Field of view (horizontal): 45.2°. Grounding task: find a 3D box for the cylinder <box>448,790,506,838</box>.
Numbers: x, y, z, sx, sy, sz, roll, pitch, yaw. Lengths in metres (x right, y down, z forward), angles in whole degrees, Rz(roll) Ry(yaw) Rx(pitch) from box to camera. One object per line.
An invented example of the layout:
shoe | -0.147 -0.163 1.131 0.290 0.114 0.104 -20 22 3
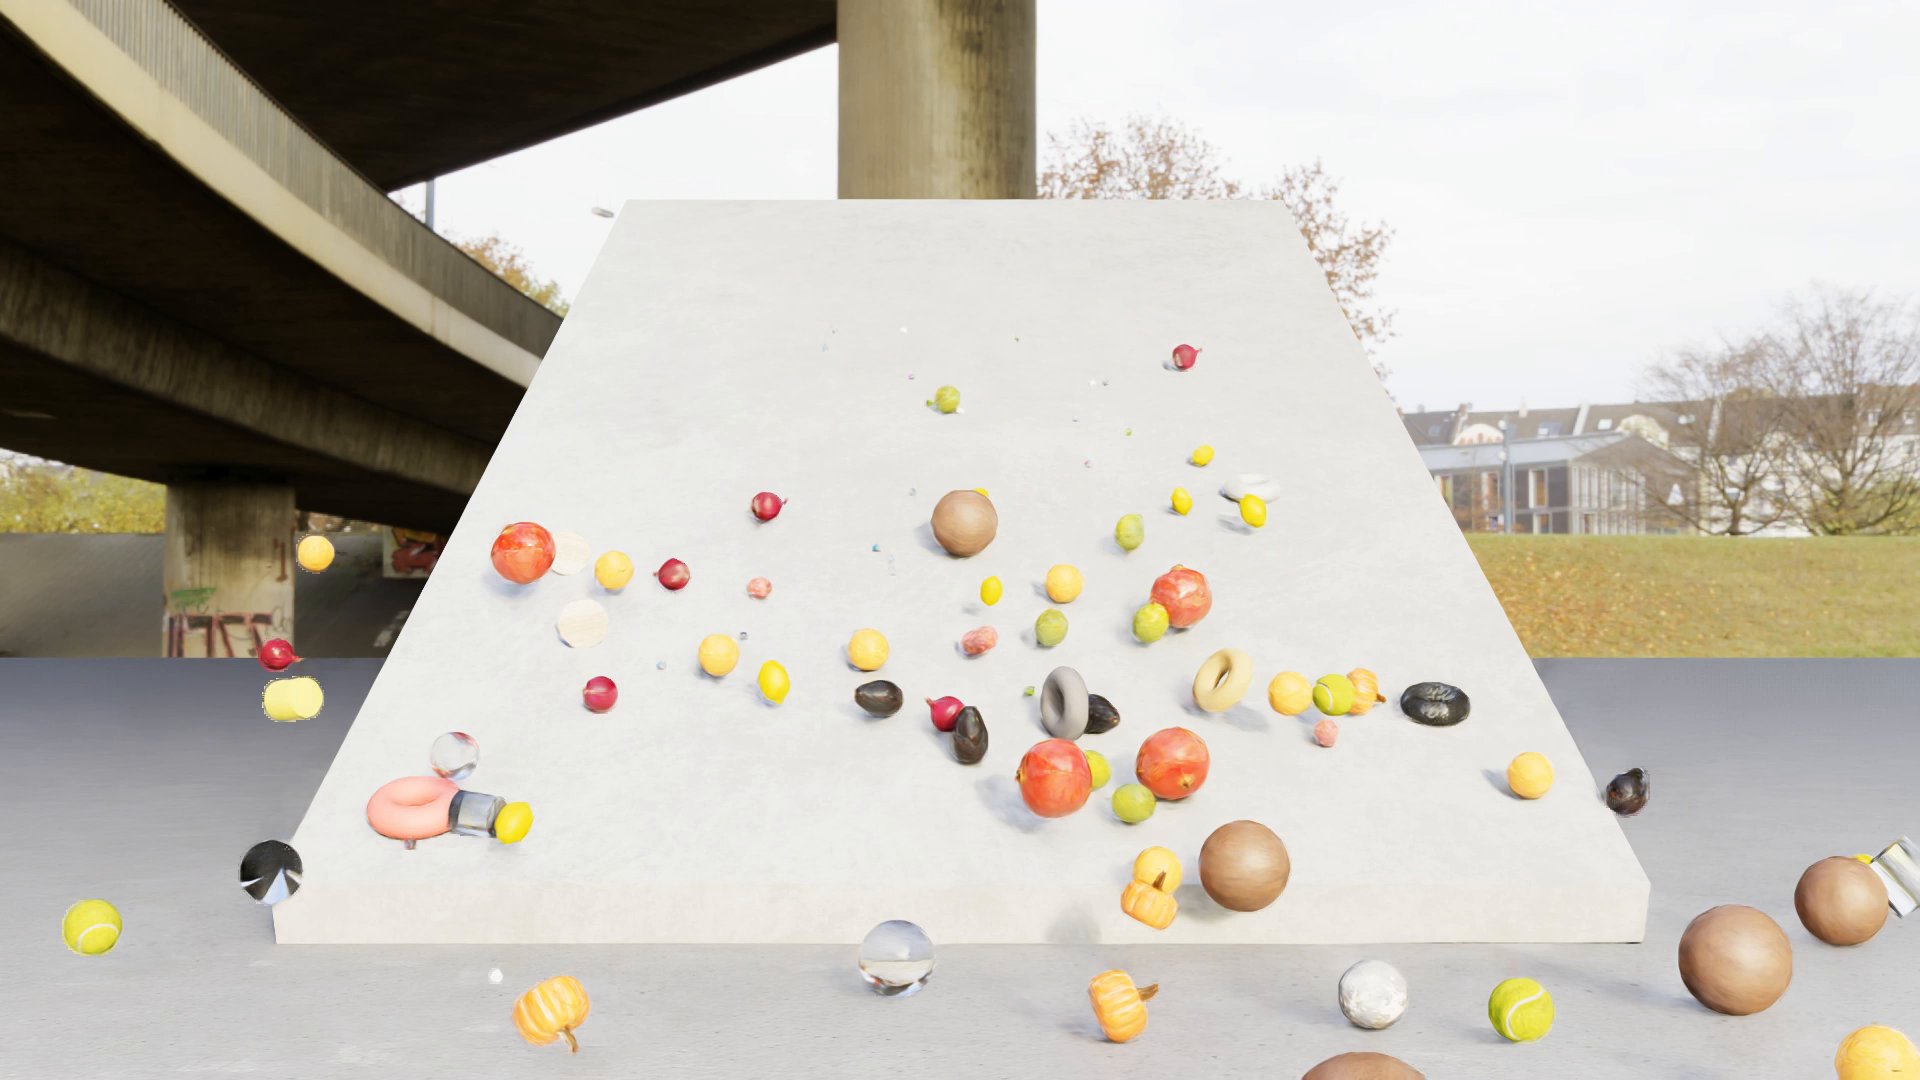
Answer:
cylinder | -0.724 0.411 3.458 0.063 0.063 0.063 6 -1 15

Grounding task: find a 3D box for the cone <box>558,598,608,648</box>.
cone | -0.677 0.151 4.117 0.088 0.088 0.088 1 -5 -15

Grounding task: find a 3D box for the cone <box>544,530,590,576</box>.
cone | -0.759 0.028 4.413 0.086 0.086 0.086 1 -6 -18

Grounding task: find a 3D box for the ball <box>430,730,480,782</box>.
ball | -0.756 0.323 3.451 0.075 0.075 0.075 0 -3 0

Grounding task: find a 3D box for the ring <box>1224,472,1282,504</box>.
ring | 0.603 -0.108 4.747 0.118 0.039 0.118 0 21 0

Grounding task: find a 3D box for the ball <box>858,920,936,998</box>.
ball | -0.078 0.517 2.847 0.097 0.097 0.097 0 -3 0

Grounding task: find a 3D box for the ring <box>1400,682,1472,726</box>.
ring | 0.791 0.273 3.834 0.118 0.039 0.118 1 22 0

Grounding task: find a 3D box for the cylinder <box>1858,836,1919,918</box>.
cylinder | 1.487 0.531 3.635 0.093 0.093 0.093 -35 -17 -13

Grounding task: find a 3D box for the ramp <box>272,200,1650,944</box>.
ramp | -0.007 -0.224 5.203 2.000 0.100 4.000 0 23 0

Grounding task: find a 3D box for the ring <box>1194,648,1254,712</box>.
ring | 0.434 0.230 3.802 0.039 0.118 0.118 36 -22 -28

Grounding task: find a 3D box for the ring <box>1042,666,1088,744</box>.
ring | 0.170 0.267 3.735 0.042 0.125 0.125 -1 -2 -24

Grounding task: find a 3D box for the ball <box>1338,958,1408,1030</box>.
ball | 0.467 0.514 2.608 0.079 0.079 0.079 0 -3 0

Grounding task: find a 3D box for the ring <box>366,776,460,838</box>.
ring | -0.824 0.405 3.495 0.147 0.049 0.147 1 23 0

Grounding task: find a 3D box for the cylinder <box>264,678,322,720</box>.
cylinder | -1.205 0.287 4.168 0.072 0.072 0.072 -8 -7 37
